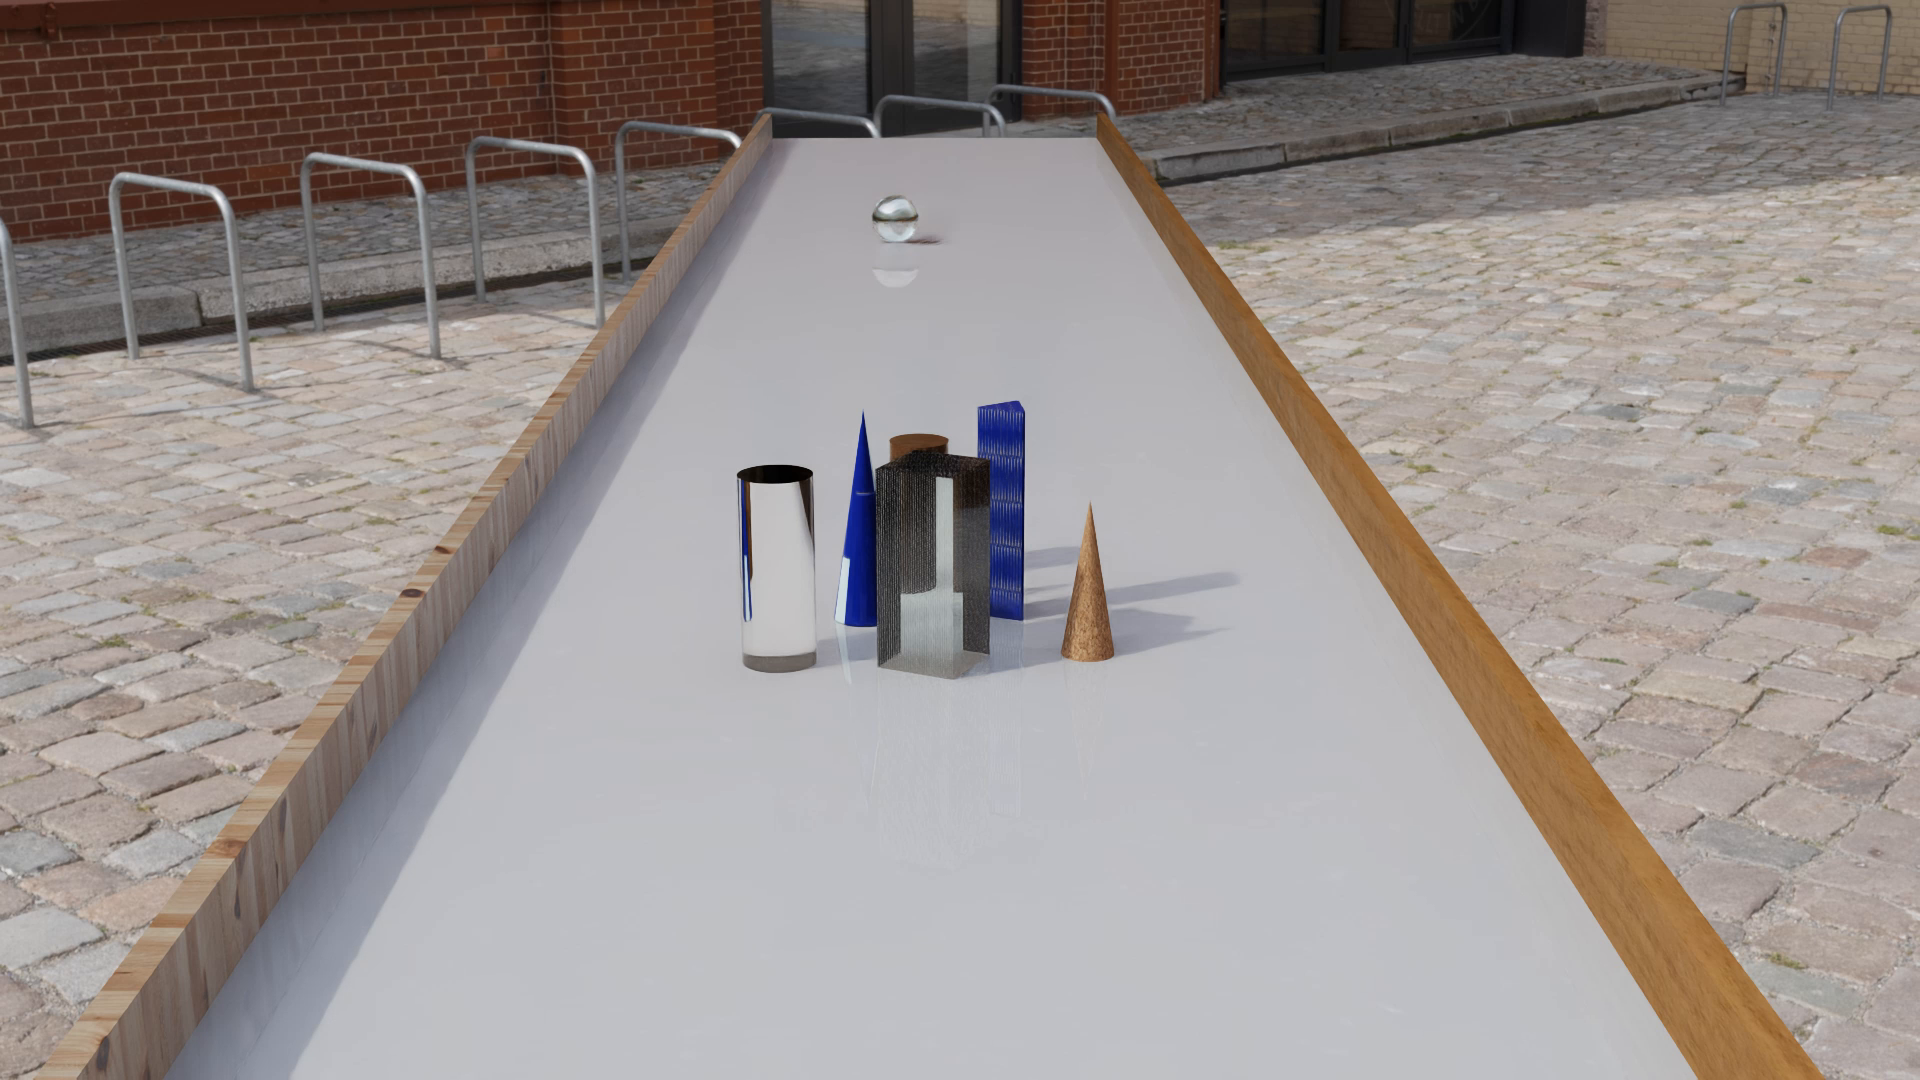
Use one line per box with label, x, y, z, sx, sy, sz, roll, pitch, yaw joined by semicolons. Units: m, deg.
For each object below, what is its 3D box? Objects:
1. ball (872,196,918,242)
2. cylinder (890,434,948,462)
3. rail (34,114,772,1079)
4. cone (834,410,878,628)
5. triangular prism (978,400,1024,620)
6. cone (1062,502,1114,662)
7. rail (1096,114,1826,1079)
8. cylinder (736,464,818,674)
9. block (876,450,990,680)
ball;-0.282;-1.397;9.569;0.202;0.202;0.202;0;17;0
cylinder;-0.091;-0.068;4.900;0.132;0.317;0.132;0;17;0
rail;-1.118;-0.838;7.780;0.050;0.150;12.000;0;17;-1
cone;-0.201;-0.054;4.611;0.136;0.455;0.136;0;17;0
triangular prism;0.103;-0.064;4.649;0.106;0.453;0.091;7;18;23
cone;0.259;0.073;4.410;0.108;0.325;0.108;0;17;0
rail;0.932;-0.844;7.801;0.050;0.150;12.000;0;17;-1
cylinder;-0.362;0.056;4.359;0.150;0.387;0.150;0;17;0
block;-0.052;0.047;4.354;0.167;0.408;0.167;8;18;25
